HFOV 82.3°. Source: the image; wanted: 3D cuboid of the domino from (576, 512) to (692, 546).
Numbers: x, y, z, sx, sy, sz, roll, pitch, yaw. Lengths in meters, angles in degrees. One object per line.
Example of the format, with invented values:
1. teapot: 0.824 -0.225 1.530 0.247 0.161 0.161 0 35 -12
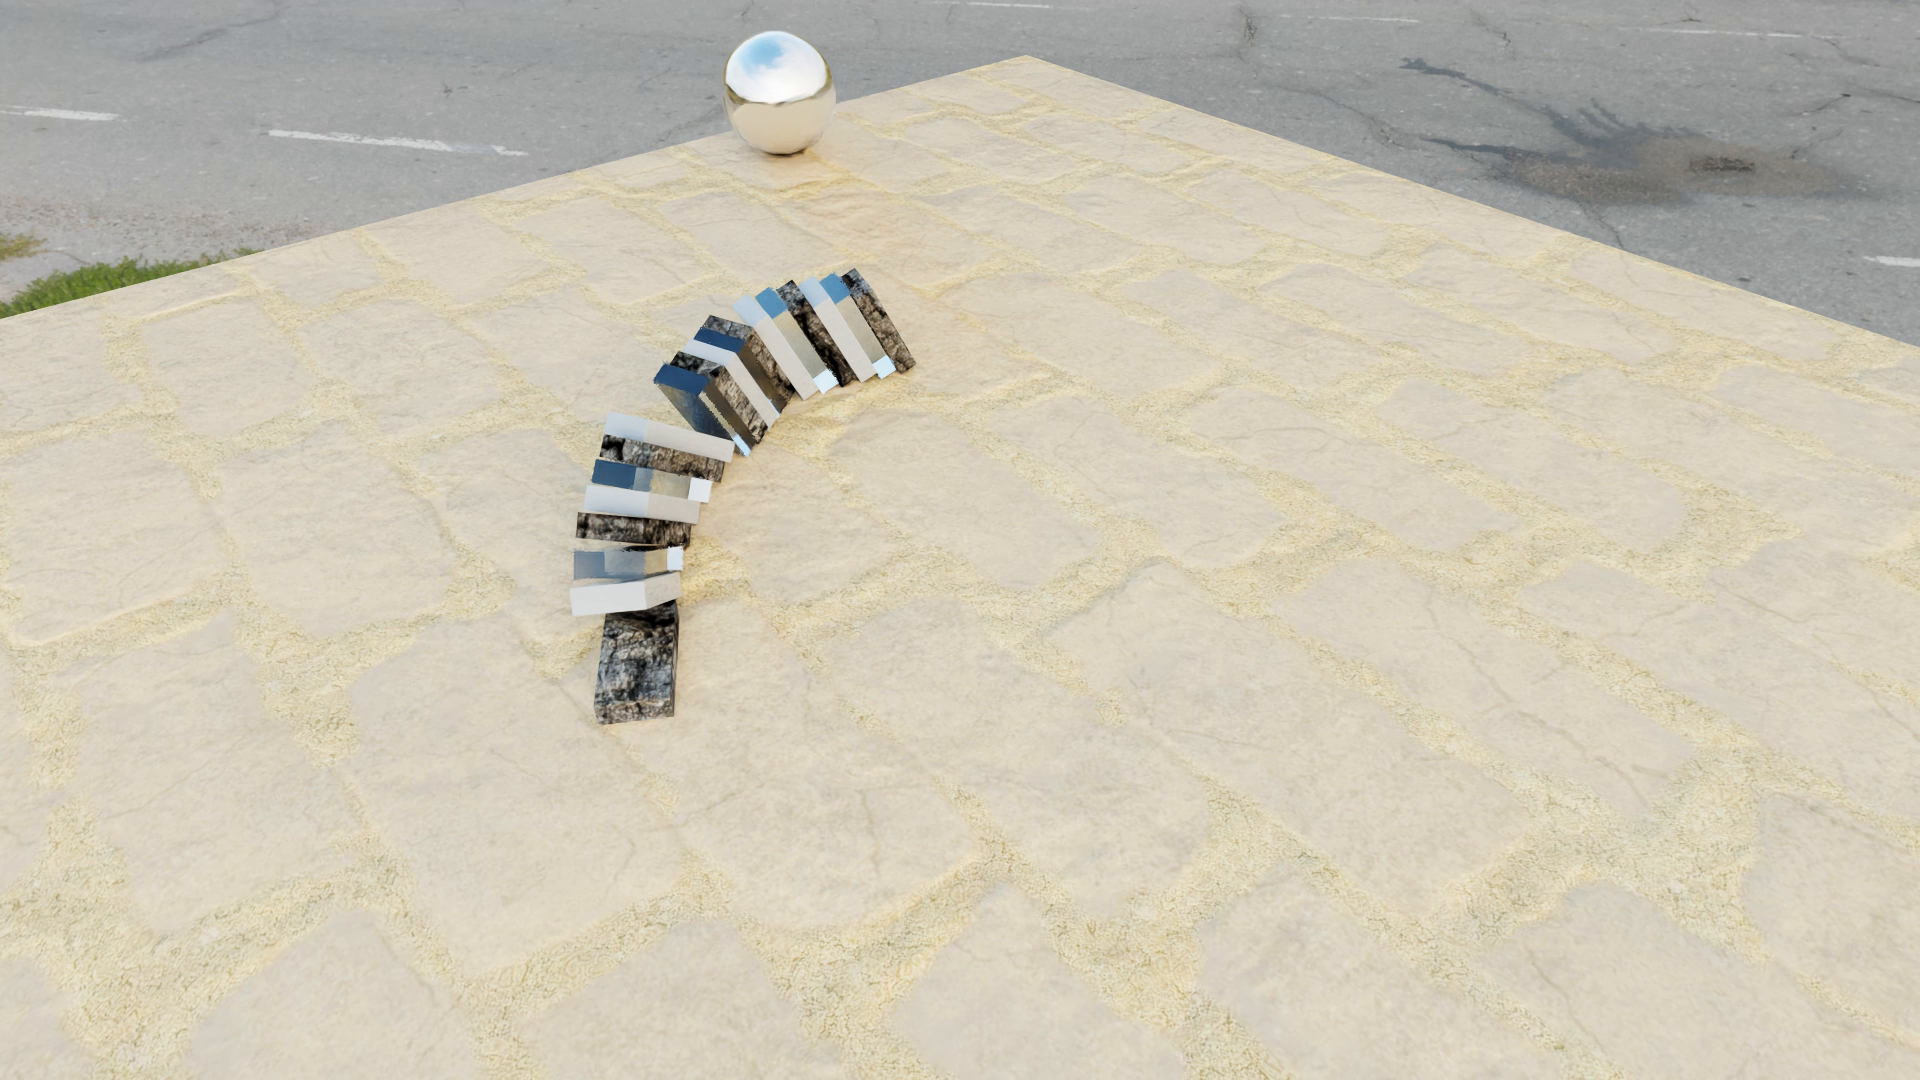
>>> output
1. domino: -0.125 -0.004 0.424 0.025 0.009 0.050 5 -1 6

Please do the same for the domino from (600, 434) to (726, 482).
1. domino: -0.123 -0.034 0.460 0.025 0.009 0.050 13 1 22

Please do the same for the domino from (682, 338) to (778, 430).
1. domino: -0.104 -0.069 0.497 0.025 0.050 0.009 20 71 23

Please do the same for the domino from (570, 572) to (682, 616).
1. domino: -0.119 0.019 0.396 0.025 0.009 0.050 -5 2 -1

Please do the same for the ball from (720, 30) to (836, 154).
1. ball: -0.127 -0.312 0.769 0.080 0.080 0.080 0 39 0

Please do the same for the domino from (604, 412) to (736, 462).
1. domino: -0.123 -0.044 0.471 0.025 0.010 0.050 14 1 33

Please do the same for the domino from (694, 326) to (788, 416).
1. domino: -0.101 -0.076 0.506 0.025 0.050 0.009 20 71 23

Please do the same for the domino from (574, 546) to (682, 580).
1. domino: -0.123 0.008 0.411 0.025 0.009 0.050 1 2 1

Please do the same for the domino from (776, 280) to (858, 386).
1. domino: -0.069 -0.100 0.534 0.009 0.050 0.025 -34 45 -1

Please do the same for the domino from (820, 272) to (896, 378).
1. domino: -0.050 -0.105 0.540 0.009 0.050 0.025 -34 45 -1

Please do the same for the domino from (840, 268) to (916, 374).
1. domino: -0.040 -0.108 0.544 0.010 0.050 0.025 -34 45 -1

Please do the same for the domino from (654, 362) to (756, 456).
1. domino: -0.111 -0.056 0.481 0.025 0.050 0.010 20 71 23

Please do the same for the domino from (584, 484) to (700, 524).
1. domino: -0.125 -0.014 0.436 0.025 0.009 0.050 7 -1 9

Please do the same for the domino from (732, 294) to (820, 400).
1. domino: -0.087 -0.091 0.523 0.009 0.050 0.025 -39 48 -6

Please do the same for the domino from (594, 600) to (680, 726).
1. domino: -0.114 0.043 0.392 0.025 0.010 0.050 -6 40 -7

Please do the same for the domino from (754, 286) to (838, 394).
1. domino: -0.078 -0.096 0.529 0.010 0.050 0.025 -36 46 -2

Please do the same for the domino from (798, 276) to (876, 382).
1. domino: -0.060 -0.103 0.537 0.009 0.050 0.025 -34 45 -1

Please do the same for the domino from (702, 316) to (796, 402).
1. domino: -0.099 -0.083 0.514 0.025 0.050 0.010 19 70 24

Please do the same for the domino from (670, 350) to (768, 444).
1. domino: -0.107 -0.063 0.489 0.025 0.050 0.009 20 71 23

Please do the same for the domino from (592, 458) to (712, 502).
1. domino: -0.124 -0.024 0.448 0.025 0.009 0.050 10 0 14
